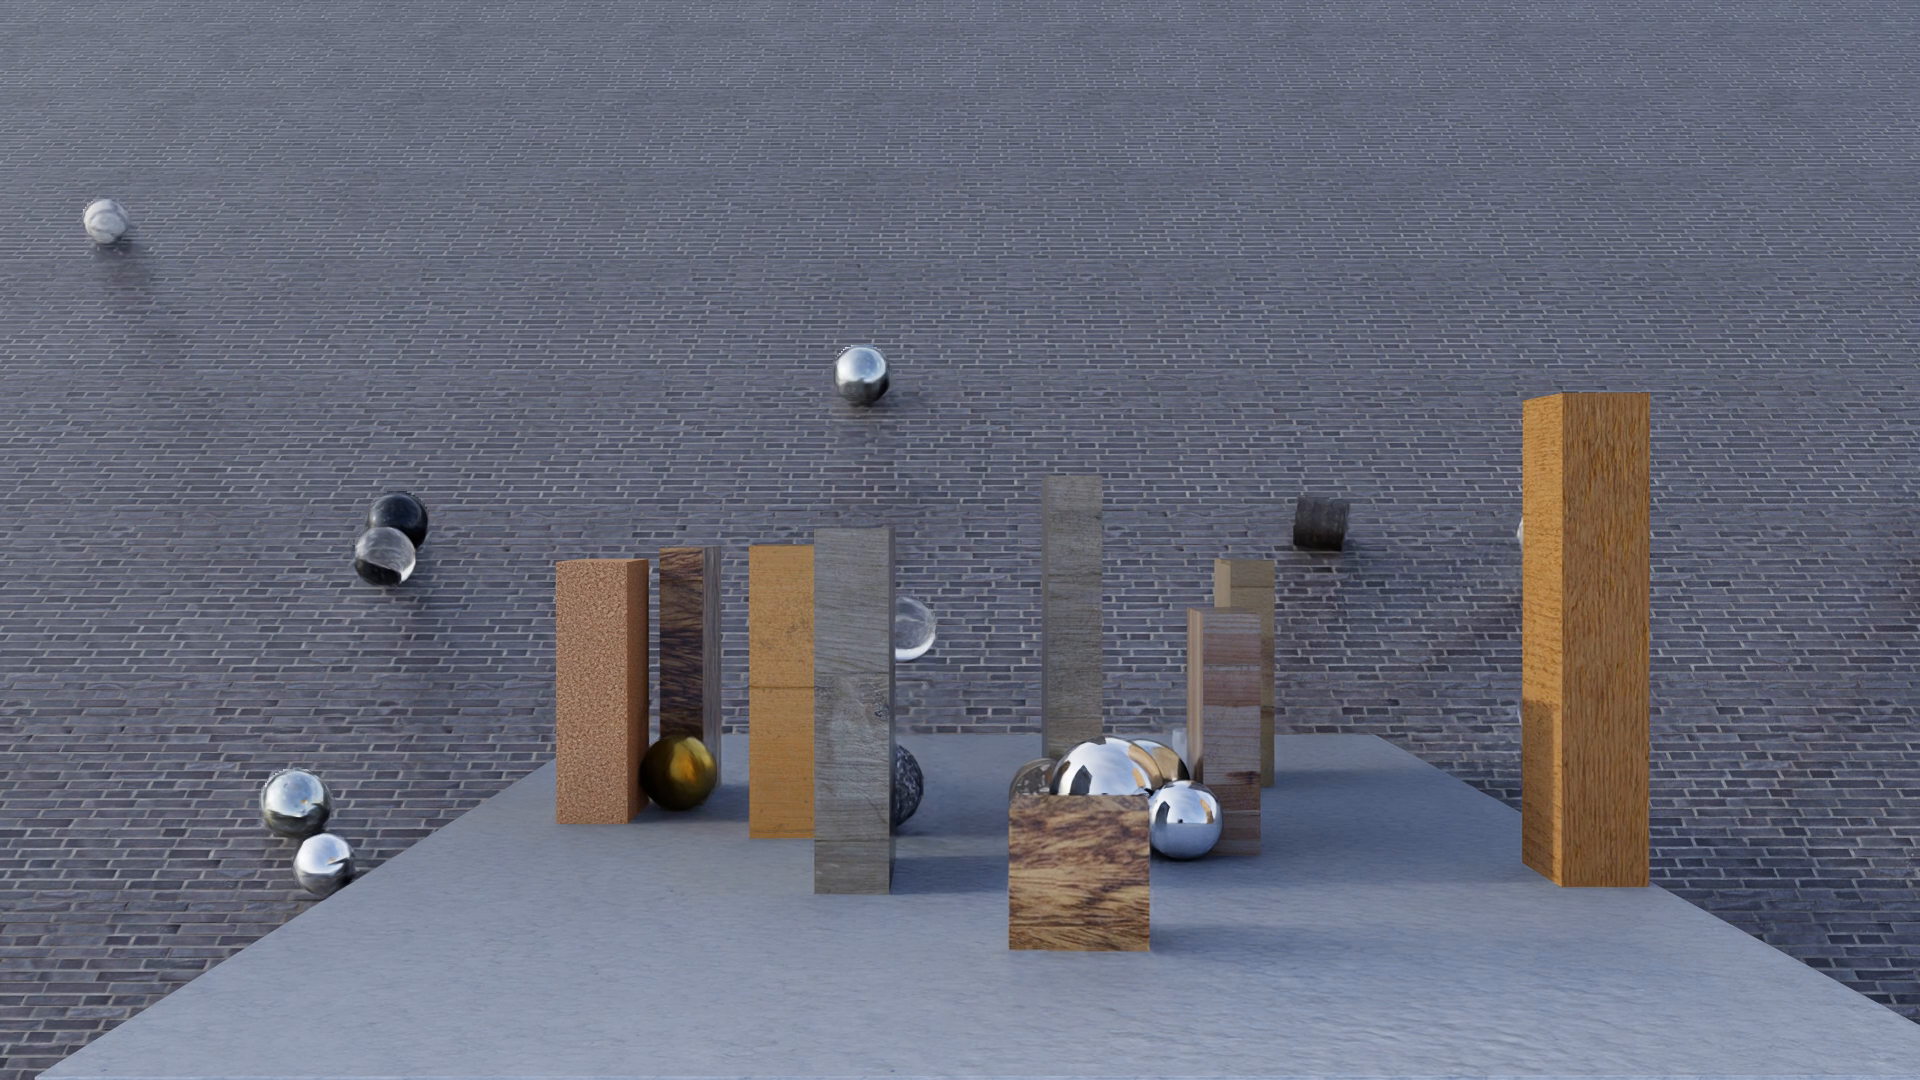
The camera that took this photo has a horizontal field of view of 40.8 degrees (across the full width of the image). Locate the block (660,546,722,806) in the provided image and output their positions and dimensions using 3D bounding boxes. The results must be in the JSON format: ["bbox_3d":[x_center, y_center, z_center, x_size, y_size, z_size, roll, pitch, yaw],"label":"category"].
[{"bbox_3d":[-0.540,0.264,5.205,0.083,0.500,0.398,0,1,0],"label":"block"}]

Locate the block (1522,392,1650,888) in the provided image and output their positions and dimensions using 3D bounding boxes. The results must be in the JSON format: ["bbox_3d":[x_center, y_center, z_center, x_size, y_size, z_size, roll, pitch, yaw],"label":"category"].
[{"bbox_3d":[0.980,0.150,4.058,0.133,0.750,0.275,0,1,0],"label":"block"}]

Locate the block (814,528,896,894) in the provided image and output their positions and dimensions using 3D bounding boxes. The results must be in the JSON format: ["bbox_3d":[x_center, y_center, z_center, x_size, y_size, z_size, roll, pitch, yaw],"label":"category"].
[{"bbox_3d":[-0.161,0.254,4.045,0.112,0.545,0.396,0,1,0],"label":"block"}]

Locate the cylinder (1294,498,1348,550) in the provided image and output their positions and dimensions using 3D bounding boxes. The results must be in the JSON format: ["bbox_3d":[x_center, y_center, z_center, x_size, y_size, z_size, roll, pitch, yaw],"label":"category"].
[{"bbox_3d":[1.071,-0.047,7.662,0.144,0.144,0.144,7,29,12],"label":"cylinder"}]

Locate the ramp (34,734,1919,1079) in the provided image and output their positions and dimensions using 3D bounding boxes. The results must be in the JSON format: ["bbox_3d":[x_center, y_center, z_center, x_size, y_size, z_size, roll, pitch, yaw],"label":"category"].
[{"bbox_3d":[0.063,0.570,4.611,2.000,0.100,4.000,0,1,0],"label":"ramp"}]

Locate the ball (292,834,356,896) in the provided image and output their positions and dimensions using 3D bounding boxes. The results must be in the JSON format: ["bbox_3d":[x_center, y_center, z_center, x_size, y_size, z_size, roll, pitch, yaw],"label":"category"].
[{"bbox_3d":[-1.509,0.770,6.135,0.147,0.147,0.147,0,28,0],"label":"ball"}]

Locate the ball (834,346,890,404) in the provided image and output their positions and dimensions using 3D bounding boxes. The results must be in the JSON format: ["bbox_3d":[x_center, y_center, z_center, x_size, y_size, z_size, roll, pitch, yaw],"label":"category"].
[{"bbox_3d":[-0.324,-0.543,8.539,0.191,0.191,0.191,0,28,0],"label":"ball"}]

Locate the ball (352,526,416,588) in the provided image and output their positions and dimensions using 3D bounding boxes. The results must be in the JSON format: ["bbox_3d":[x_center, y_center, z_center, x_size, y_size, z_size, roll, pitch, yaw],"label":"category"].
[{"bbox_3d":[-1.660,0.048,7.450,0.178,0.178,0.178,0,28,0],"label":"ball"}]

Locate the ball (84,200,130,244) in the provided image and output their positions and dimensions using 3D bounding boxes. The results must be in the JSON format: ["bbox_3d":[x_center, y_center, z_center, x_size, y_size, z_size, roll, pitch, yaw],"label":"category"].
[{"bbox_3d":[-3.240,-1.209,9.812,0.164,0.164,0.164,0,28,0],"label":"ball"}]

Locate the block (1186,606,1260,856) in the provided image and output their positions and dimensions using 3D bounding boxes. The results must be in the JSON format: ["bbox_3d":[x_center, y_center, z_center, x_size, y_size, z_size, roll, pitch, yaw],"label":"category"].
[{"bbox_3d":[0.451,0.321,4.445,0.095,0.401,0.312,0,1,0],"label":"block"}]

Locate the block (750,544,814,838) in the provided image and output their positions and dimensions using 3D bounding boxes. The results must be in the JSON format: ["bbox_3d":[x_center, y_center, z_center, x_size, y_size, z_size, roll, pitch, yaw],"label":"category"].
[{"bbox_3d":[-0.306,0.264,4.665,0.124,0.511,0.306,0,1,0],"label":"block"}]

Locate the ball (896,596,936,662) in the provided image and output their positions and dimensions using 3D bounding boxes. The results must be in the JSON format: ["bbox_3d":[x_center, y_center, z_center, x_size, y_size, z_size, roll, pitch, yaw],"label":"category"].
[{"bbox_3d":[-0.155,0.245,7.085,0.177,0.177,0.177,0,28,0],"label":"ball"}]

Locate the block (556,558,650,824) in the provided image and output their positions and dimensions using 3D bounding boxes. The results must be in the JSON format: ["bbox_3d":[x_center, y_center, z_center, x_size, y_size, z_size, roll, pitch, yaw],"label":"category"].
[{"bbox_3d":[-0.673,0.278,4.888,0.130,0.479,0.332,0,1,0],"label":"block"}]

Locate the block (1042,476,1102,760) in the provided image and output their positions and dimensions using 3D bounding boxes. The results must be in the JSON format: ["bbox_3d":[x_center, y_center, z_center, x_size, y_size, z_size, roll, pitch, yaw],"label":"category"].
[{"bbox_3d":[0.204,0.201,4.755,0.095,0.634,0.373,0,1,0],"label":"block"}]

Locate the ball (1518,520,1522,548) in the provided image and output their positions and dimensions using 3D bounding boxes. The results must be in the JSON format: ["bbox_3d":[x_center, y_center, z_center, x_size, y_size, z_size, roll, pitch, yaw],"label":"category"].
[{"bbox_3d":[1.728,-0.019,7.569,0.185,0.185,0.185,0,28,0],"label":"ball"}]

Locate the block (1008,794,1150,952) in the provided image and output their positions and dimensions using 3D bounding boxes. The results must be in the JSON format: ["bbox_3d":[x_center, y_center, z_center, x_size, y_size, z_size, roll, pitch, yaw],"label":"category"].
[{"bbox_3d":[0.160,0.441,3.448,0.182,0.182,0.182,0,1,3],"label":"block"}]

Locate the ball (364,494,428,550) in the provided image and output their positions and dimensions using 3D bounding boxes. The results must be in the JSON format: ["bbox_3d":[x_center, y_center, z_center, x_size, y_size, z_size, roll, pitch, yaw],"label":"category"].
[{"bbox_3d":[-1.661,-0.046,7.620,0.184,0.184,0.184,0,28,0],"label":"ball"}]

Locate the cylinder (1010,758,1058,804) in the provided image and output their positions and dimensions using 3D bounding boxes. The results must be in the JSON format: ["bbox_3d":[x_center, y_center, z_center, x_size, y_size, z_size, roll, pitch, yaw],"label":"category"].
[{"bbox_3d":[0.155,0.453,4.503,0.137,0.137,0.137,0,1,0],"label":"cylinder"}]

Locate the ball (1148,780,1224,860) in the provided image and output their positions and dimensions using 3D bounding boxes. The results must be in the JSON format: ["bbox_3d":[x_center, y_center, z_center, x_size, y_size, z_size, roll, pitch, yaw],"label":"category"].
[{"bbox_3d":[0.367,0.458,4.237,0.131,0.131,0.131,0,28,0],"label":"ball"}]

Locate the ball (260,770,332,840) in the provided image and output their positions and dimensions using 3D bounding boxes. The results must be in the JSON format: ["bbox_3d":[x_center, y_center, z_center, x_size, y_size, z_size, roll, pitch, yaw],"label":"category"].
[{"bbox_3d":[-1.628,0.649,6.338,0.169,0.169,0.169,0,28,0],"label":"ball"}]

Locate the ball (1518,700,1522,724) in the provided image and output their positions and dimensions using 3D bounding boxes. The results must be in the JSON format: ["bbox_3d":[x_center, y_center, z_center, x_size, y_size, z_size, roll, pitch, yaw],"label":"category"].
[{"bbox_3d":[1.521,0.451,6.755,0.125,0.125,0.125,0,28,0],"label":"ball"}]

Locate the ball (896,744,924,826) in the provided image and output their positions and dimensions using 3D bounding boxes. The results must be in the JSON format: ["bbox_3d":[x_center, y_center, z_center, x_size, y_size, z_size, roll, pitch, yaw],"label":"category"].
[{"bbox_3d":[-0.145,0.440,4.638,0.160,0.160,0.160,0,28,0],"label":"ball"}]

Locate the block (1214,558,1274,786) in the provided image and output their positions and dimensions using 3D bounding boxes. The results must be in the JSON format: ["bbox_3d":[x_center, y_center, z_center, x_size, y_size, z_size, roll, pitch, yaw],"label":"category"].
[{"bbox_3d":[0.605,0.276,5.517,0.091,0.468,0.331,0,1,0],"label":"block"}]

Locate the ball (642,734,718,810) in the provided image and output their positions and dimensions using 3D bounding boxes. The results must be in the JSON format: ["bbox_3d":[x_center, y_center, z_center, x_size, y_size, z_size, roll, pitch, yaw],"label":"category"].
[{"bbox_3d":[-0.535,0.444,4.934,0.146,0.146,0.146,0,28,0],"label":"ball"}]

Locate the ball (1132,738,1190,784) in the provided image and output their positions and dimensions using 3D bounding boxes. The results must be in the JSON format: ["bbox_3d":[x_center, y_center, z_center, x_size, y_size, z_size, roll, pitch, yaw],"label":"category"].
[{"bbox_3d":[0.317,0.434,4.513,0.174,0.174,0.174,0,28,0],"label":"ball"}]

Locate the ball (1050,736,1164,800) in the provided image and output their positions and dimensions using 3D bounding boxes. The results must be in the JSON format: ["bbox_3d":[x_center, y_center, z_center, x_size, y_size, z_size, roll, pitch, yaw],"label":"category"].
[{"bbox_3d":[0.247,0.426,4.342,0.195,0.195,0.195,0,28,0],"label":"ball"}]

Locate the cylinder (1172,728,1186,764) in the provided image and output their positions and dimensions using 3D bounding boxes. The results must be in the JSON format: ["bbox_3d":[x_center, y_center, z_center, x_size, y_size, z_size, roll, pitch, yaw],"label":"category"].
[{"bbox_3d":[0.502,0.454,5.405,0.114,0.114,0.114,0,1,0],"label":"cylinder"}]
